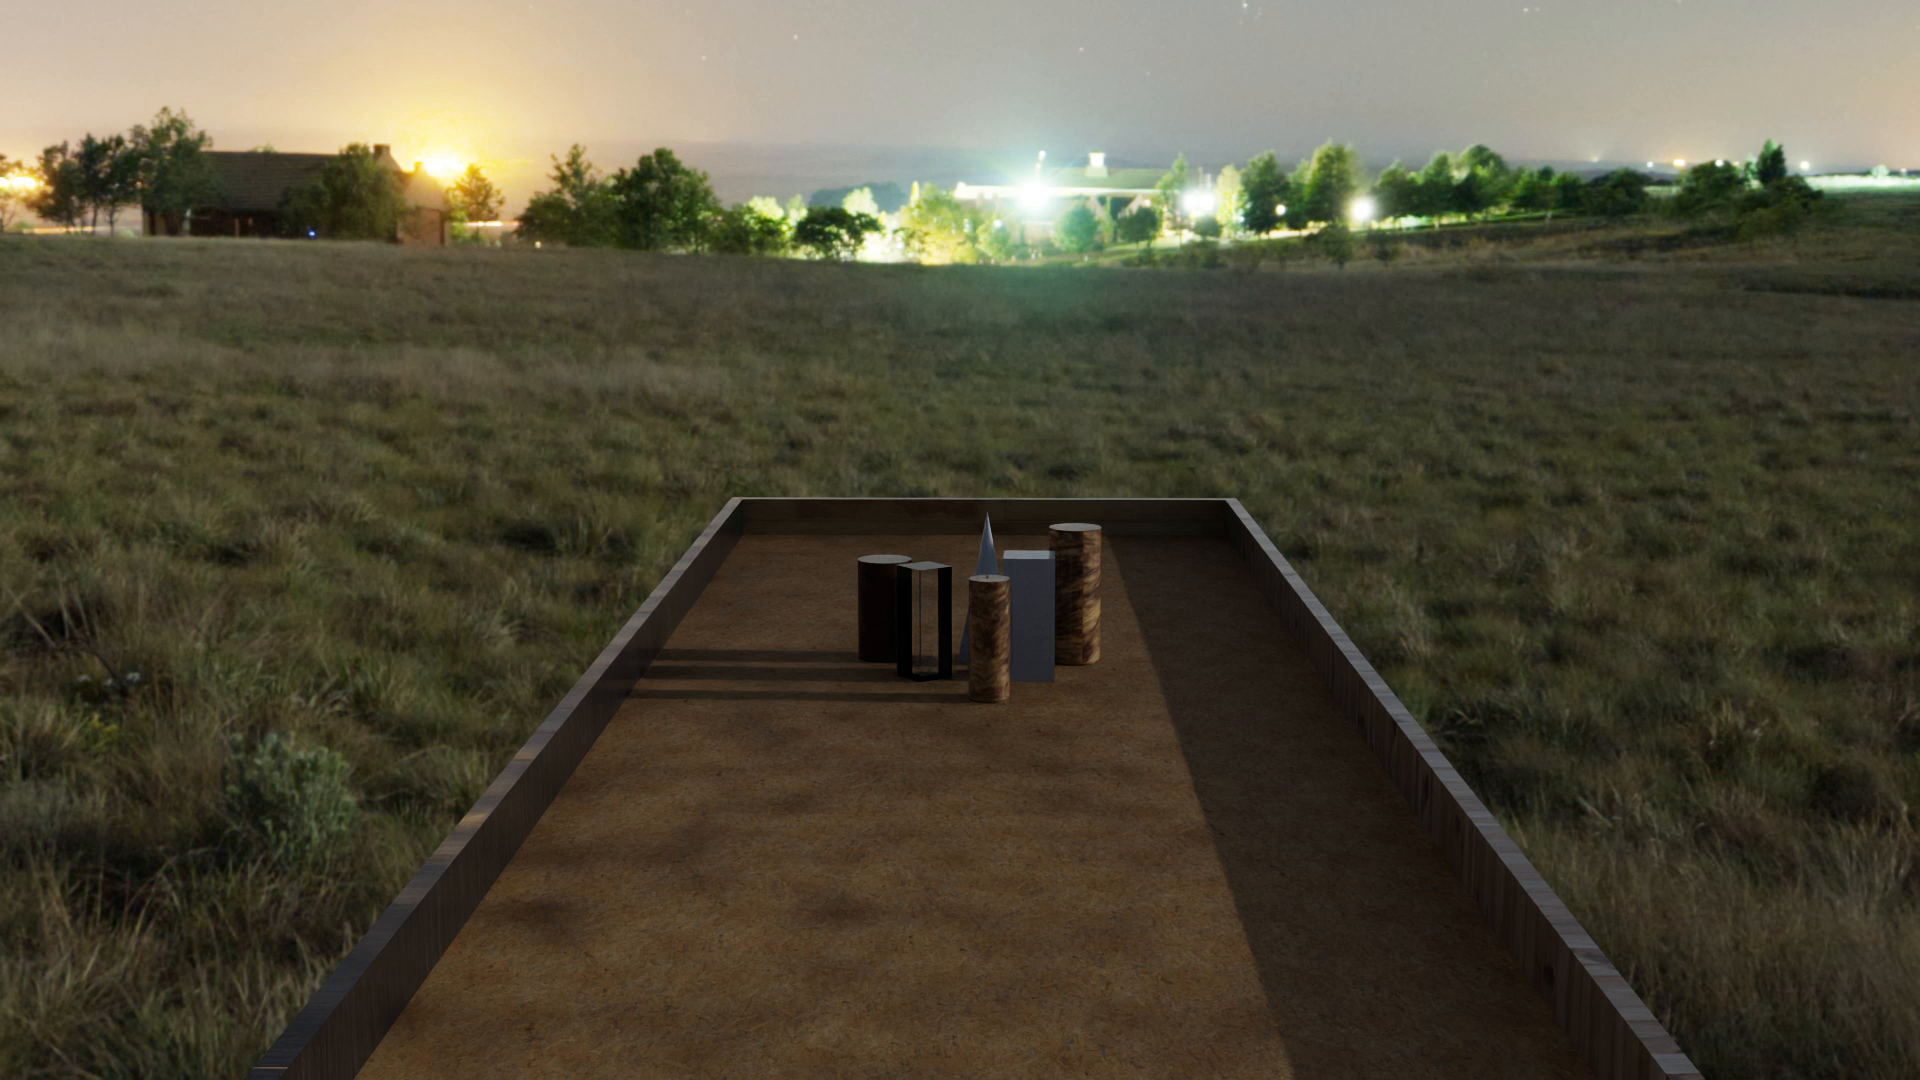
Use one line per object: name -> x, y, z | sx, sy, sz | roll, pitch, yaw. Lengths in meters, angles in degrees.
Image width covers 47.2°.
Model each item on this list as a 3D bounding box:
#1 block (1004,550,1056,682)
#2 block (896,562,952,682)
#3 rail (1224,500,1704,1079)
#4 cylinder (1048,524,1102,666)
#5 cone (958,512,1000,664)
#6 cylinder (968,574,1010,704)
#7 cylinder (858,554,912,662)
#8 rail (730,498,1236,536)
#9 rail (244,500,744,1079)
block -> 0.203, 0.222, 6.451 | 0.150, 0.362, 0.150 | 0, 9, 2
block -> -0.104, 0.238, 6.450 | 0.115, 0.331, 0.115 | -6, 11, -36
rail -> 1.046, 0.843, 3.208 | 0.050, 0.150, 12.000 | 0, 9, 1
cylinder -> 0.348, 0.164, 6.664 | 0.159, 0.411, 0.159 | 0, 9, 0
cone -> 0.082, 0.139, 6.672 | 0.178, 0.458, 0.178 | 0, 9, 0
cylinder -> 0.083, 0.277, 6.162 | 0.116, 0.344, 0.116 | 0, 9, 0
cylinder -> -0.229, 0.209, 6.718 | 0.165, 0.305, 0.165 | 0, 9, 0
rail -> 0.099, -0.098, 9.147 | 2.100, 0.150, 0.050 | 0, 9, 1
rail -> -1.004, 0.839, 3.234 | 0.050, 0.150, 12.000 | 0, 9, 1
